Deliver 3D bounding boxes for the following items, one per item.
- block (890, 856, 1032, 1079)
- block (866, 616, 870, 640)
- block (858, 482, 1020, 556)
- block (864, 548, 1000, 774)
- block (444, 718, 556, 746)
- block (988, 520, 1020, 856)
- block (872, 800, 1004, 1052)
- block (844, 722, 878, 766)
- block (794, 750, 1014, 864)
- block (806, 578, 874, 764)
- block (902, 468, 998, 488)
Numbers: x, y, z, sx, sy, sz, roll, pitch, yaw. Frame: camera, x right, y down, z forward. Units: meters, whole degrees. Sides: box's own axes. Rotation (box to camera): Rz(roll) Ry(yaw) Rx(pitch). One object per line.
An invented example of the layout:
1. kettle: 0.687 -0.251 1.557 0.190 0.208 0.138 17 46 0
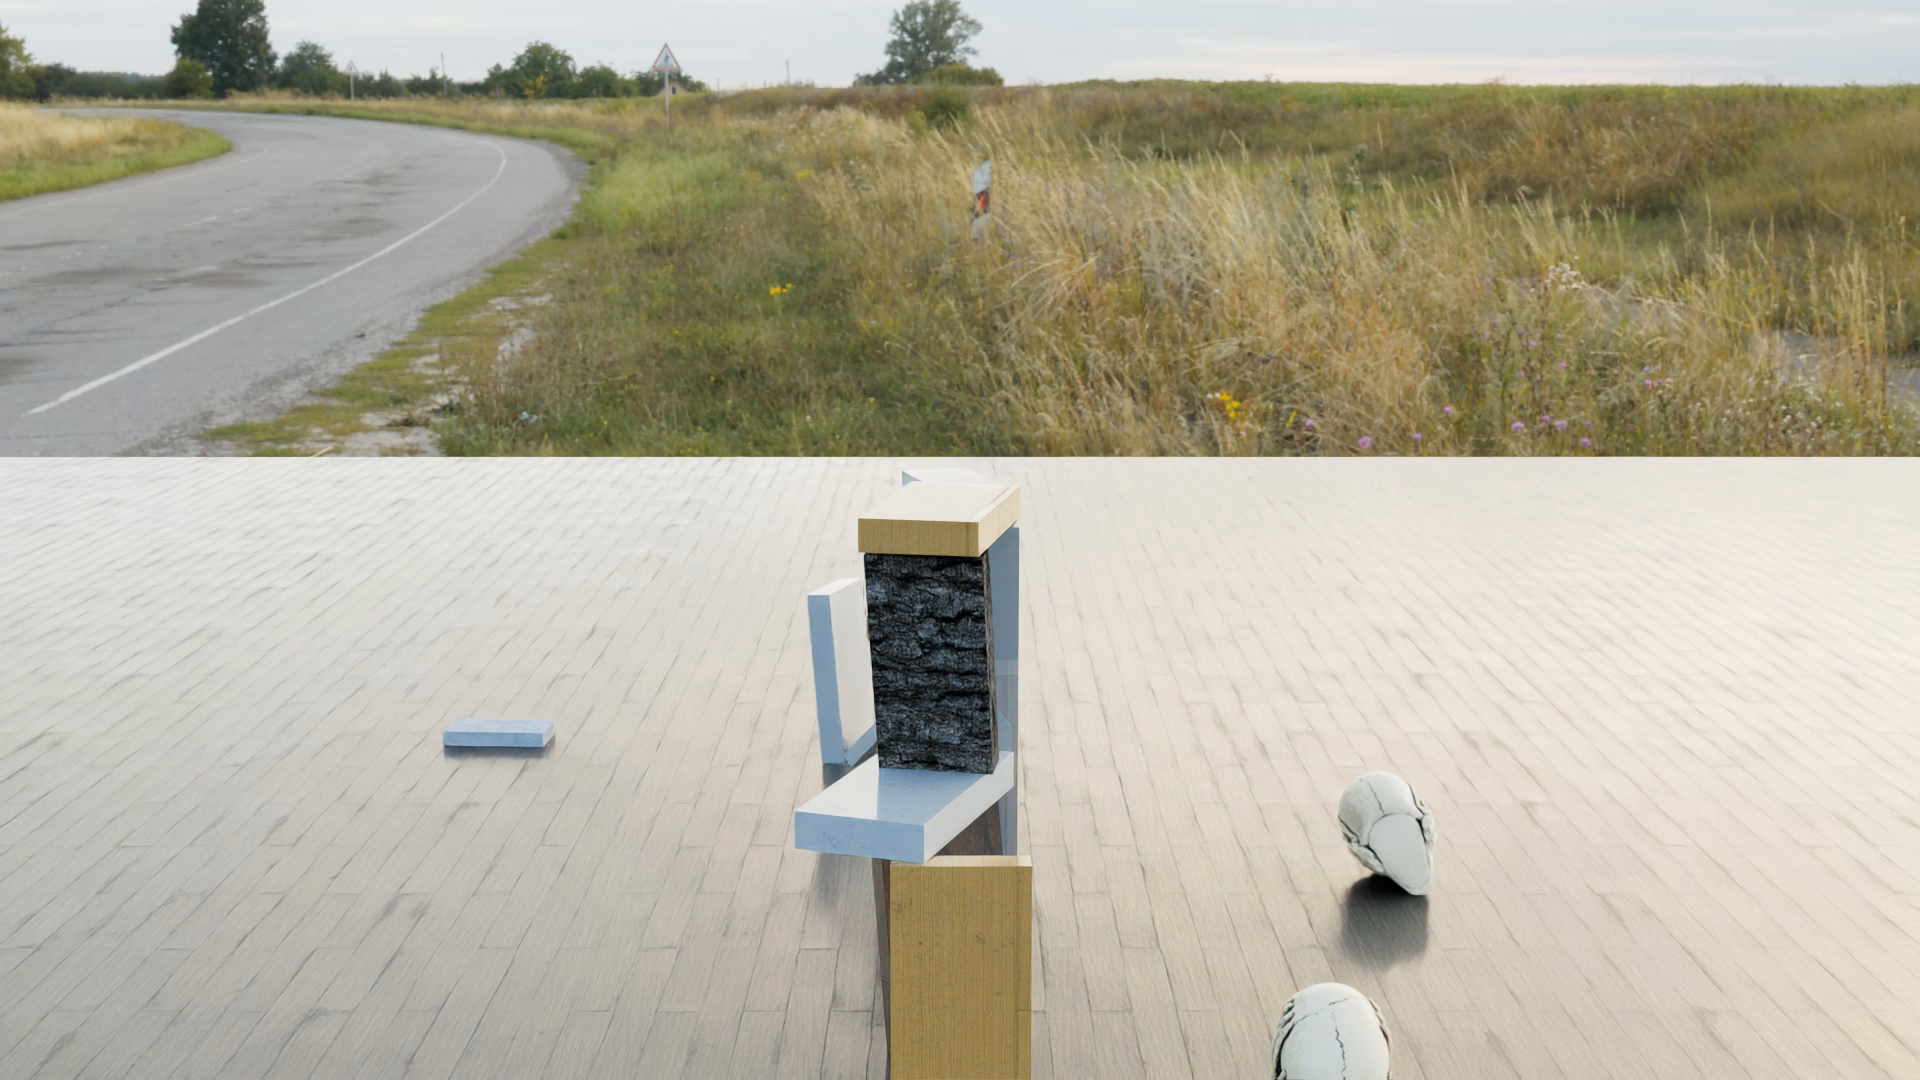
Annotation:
1. block: 0.001 0.576 2.772 0.176 0.352 0.050 0 7 0
2. block: -0.042 0.185 4.024 0.156 0.044 0.311 -5 12 -23
3. block: -0.023 -0.031 2.951 0.158 0.045 0.315 2 10 11
4. block: -0.036 0.158 2.920 0.158 0.315 0.045 2 24 12
5. block: -0.963 0.402 4.598 0.209 0.030 0.104 1 11 3
6. block: 0.003 0.245 3.120 0.157 0.556 0.045 0 16 0
7. block: -0.024 0.525 3.055 0.176 0.352 0.050 -4 -4 -19
8. block: -0.137 0.369 4.393 0.030 0.209 0.104 51 31 14
9. block: -0.068 0.344 2.926 0.176 0.050 0.352 4 11 19
10. block: -0.241 0.264 4.473 0.049 0.345 0.172 -1 9 19
11. block: -0.012 -0.093 3.957 0.123 0.035 0.246 -3 11 -17
